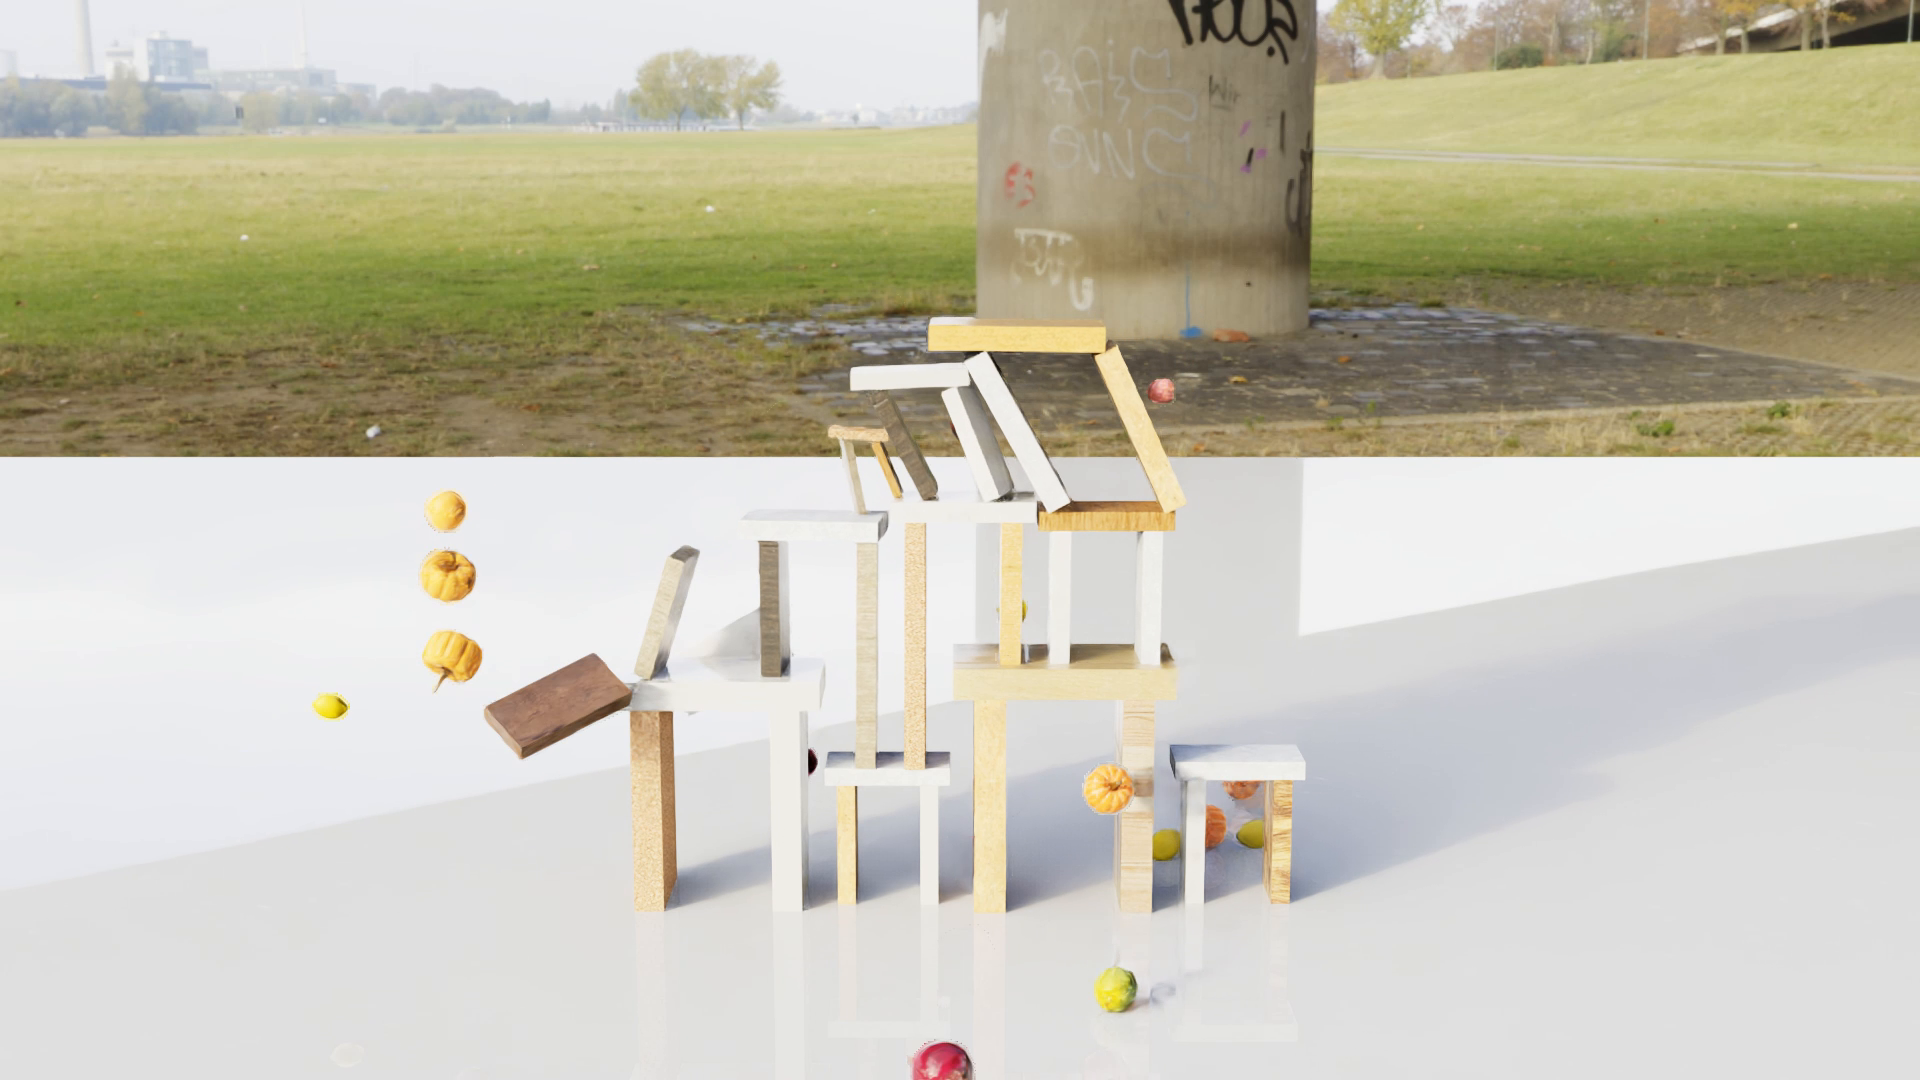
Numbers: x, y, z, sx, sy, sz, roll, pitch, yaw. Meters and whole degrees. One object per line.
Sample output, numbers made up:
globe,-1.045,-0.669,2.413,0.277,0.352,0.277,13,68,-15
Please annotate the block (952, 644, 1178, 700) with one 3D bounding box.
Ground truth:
block,0.167,0.215,3.595,0.357,0.051,0.179,0,11,0

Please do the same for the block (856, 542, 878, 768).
block,-0.151,0.176,3.590,0.032,0.377,0.112,1,11,0

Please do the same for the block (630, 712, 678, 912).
block,-0.506,0.424,3.636,0.048,0.338,0.169,0,11,0

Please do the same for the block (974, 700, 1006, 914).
block,0.048,0.415,3.632,0.051,0.357,0.179,0,11,0

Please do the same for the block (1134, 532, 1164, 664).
block,0.306,0.083,3.571,0.031,0.217,0.108,0,11,-1

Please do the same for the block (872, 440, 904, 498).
block,-0.117,-0.117,3.542,0.013,0.095,0.047,-22,9,6

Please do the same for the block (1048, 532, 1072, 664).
block,0.161,0.083,3.572,0.031,0.217,0.108,0,11,0

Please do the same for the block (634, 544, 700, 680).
block,-0.473,0.116,3.553,0.029,0.204,0.102,19,13,4

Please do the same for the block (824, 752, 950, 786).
block,-0.118,0.376,3.626,0.203,0.029,0.102,0,11,0

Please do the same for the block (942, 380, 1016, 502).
block,0.030,-0.159,3.515,0.027,0.187,0.094,-21,4,19

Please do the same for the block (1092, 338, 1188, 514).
block,0.285,-0.185,3.522,0.039,0.275,0.137,-24,10,4

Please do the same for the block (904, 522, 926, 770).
block,-0.073,0.162,3.585,0.033,0.407,0.116,0,11,0

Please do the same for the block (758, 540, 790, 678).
block,-0.301,0.101,3.579,0.032,0.224,0.112,1,11,4

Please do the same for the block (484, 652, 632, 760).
block,-0.628,0.258,3.438,0.204,0.029,0.102,-27,56,-34

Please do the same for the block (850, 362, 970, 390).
block,-0.080,-0.262,3.514,0.187,0.027,0.094,-2,11,-1

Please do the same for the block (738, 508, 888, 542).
block,-0.235,-0.024,3.546,0.224,0.032,0.112,1,11,7

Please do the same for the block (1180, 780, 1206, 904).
block,0.386,0.485,3.653,0.030,0.212,0.106,0,11,0

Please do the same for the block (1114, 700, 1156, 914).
block,0.286,0.415,3.632,0.051,0.357,0.179,0,11,0

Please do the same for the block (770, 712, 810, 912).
block,-0.281,0.424,3.636,0.048,0.338,0.169,0,11,0

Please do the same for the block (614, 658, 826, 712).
block,-0.393,0.235,3.601,0.338,0.048,0.169,0,11,0

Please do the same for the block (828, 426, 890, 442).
block,-0.162,-0.171,3.530,0.095,0.013,0.047,4,10,1

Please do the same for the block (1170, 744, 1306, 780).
block,0.457,0.367,3.631,0.212,0.030,0.106,0,11,0

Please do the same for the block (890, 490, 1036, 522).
block,0.005,-0.054,3.545,0.231,0.033,0.116,0,11,0

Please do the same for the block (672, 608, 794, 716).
block,-0.392,0.204,3.718,0.204,0.102,0.029,-29,-4,11

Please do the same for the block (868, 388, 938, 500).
block,-0.090,-0.159,3.531,0.027,0.187,0.094,-27,9,5

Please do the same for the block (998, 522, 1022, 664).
block,0.082,0.076,3.569,0.033,0.231,0.116,0,11,0

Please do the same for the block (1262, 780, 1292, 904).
block,0.527,0.485,3.653,0.030,0.212,0.106,0,11,0

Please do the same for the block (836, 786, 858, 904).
block,-0.186,0.491,3.647,0.029,0.203,0.102,0,11,0

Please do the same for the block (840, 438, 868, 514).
block,-0.173,-0.105,3.550,0.013,0.125,0.047,-14,13,-10

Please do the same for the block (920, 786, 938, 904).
block,-0.050,0.491,3.647,0.029,0.203,0.102,0,11,0

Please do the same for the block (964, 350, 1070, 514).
block,0.090,-0.181,3.522,0.039,0.274,0.137,-29,10,5

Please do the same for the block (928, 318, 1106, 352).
block,0.090,-0.326,3.486,0.275,0.039,0.137,1,11,1

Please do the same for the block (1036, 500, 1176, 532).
block,0.234,-0.039,3.549,0.217,0.031,0.108,0,11,0
